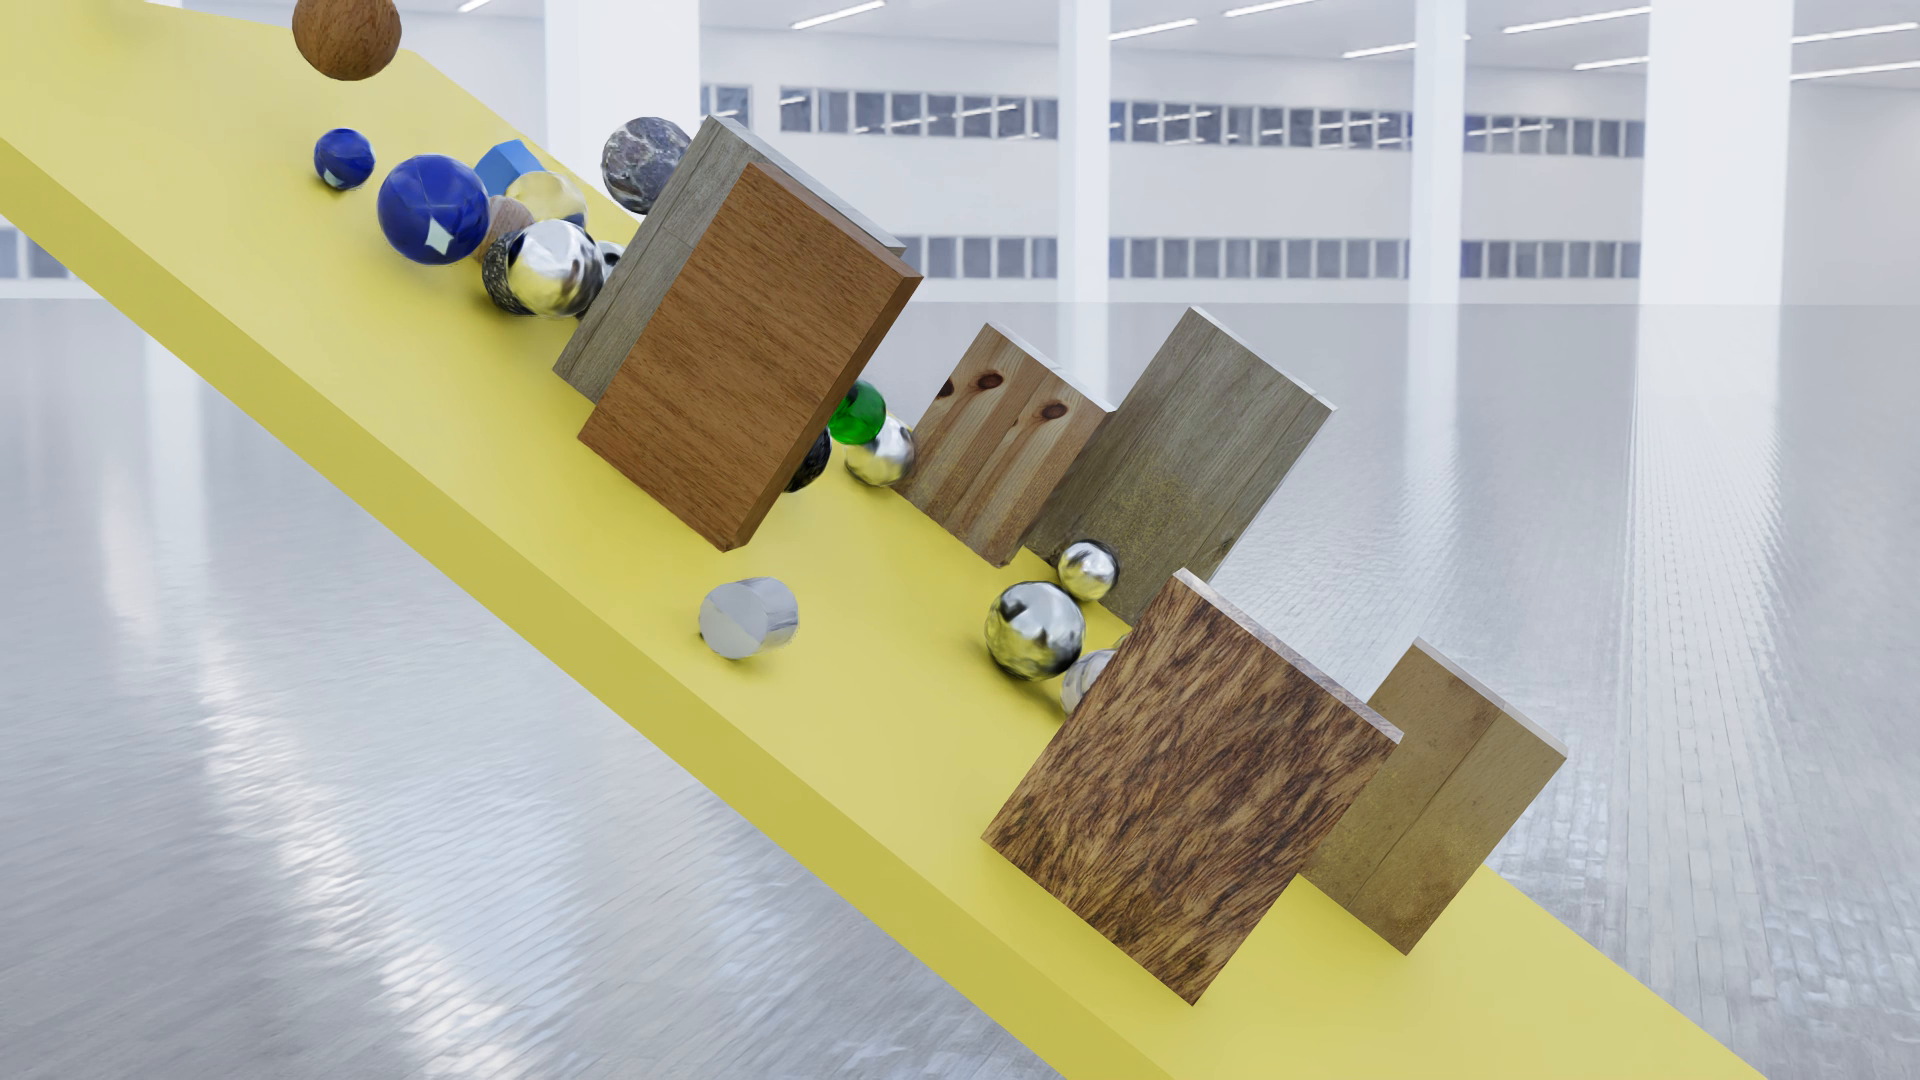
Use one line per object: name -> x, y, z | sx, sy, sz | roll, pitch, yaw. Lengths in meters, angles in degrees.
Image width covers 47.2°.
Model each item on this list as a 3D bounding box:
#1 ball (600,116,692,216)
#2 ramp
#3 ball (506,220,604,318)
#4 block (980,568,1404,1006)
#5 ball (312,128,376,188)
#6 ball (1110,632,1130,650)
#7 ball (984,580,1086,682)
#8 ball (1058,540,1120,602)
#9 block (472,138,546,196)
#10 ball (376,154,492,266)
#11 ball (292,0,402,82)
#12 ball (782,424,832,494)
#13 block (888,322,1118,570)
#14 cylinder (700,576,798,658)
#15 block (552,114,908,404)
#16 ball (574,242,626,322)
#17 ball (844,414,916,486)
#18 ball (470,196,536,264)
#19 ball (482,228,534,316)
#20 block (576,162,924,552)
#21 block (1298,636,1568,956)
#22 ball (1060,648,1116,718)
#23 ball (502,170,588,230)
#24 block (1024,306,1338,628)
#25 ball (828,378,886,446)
ball -> -0.583, -0.704, 4.143 | 0.185, 0.185, 0.185 | 0, 7, 0
ramp -> -0.089, 0.161, 4.081 | 4.000, 0.100, 2.000 | 37, 16, 10
ball -> -0.719, -0.481, 3.905 | 0.174, 0.174, 0.174 | 0, 7, 0
block -> 0.335, 0.362, 3.228 | 0.398, 0.500, 0.083 | 37, 16, 10
ball -> -1.146, -0.711, 4.093 | 0.113, 0.113, 0.113 | 0, 7, 0
ball -> 0.363, 0.256, 4.213 | 0.177, 0.177, 0.177 | 0, 7, 0
ball -> 0.137, 0.165, 4.001 | 0.185, 0.185, 0.185 | 0, 7, 0
ball -> 0.273, 0.064, 4.668 | 0.131, 0.131, 0.131 | 0, 7, 0
block -> -0.949, -0.756, 4.617 | 0.112, 0.112, 0.112 | -40, 4, 22
ball -> -0.939, -0.590, 3.928 | 0.199, 0.199, 0.199 | 0, 7, 0
ball -> -1.166, -0.975, 4.182 | 0.200, 0.200, 0.200 | 0, 7, 0
ball -> -0.329, -0.177, 4.059 | 0.184, 0.184, 0.184 | 0, 7, 0
block -> 0.079, -0.197, 4.554 | 0.312, 0.401, 0.095 | 37, 16, 10
cylinder -> -0.318, 0.116, 3.324 | 0.114, 0.114, 0.114 | 2, 5, 19
block -> -0.413, -0.408, 3.894 | 0.396, 0.545, 0.112 | 37, 16, 10
ball -> -0.690, -0.494, 4.263 | 0.169, 0.169, 0.169 | 0, 7, 0
ball -> -0.165, -0.183, 4.486 | 0.147, 0.147, 0.147 | 0, 7, 0
ball -> -0.884, -0.591, 4.227 | 0.141, 0.141, 0.141 | 0, 7, 0
ball -> -0.804, -0.496, 4.072 | 0.160, 0.160, 0.160 | 0, 7, 0
block -> -0.355, -0.304, 3.676 | 0.324, 0.559, 0.105 | 37, 16, 10
block -> 0.820, 0.464, 3.989 | 0.331, 0.468, 0.091 | 37, 16, 10
ball -> 0.263, 0.278, 3.963 | 0.164, 0.164, 0.164 | 0, 7, 0
ball -> -0.841, -0.657, 4.441 | 0.178, 0.178, 0.178 | 0, 7, 0
block -> 0.470, -0.135, 4.741 | 0.373, 0.634, 0.095 | 37, 16, 10
ball -> -0.205, -0.246, 4.211 | 0.130, 0.130, 0.130 | 0, 7, 0
